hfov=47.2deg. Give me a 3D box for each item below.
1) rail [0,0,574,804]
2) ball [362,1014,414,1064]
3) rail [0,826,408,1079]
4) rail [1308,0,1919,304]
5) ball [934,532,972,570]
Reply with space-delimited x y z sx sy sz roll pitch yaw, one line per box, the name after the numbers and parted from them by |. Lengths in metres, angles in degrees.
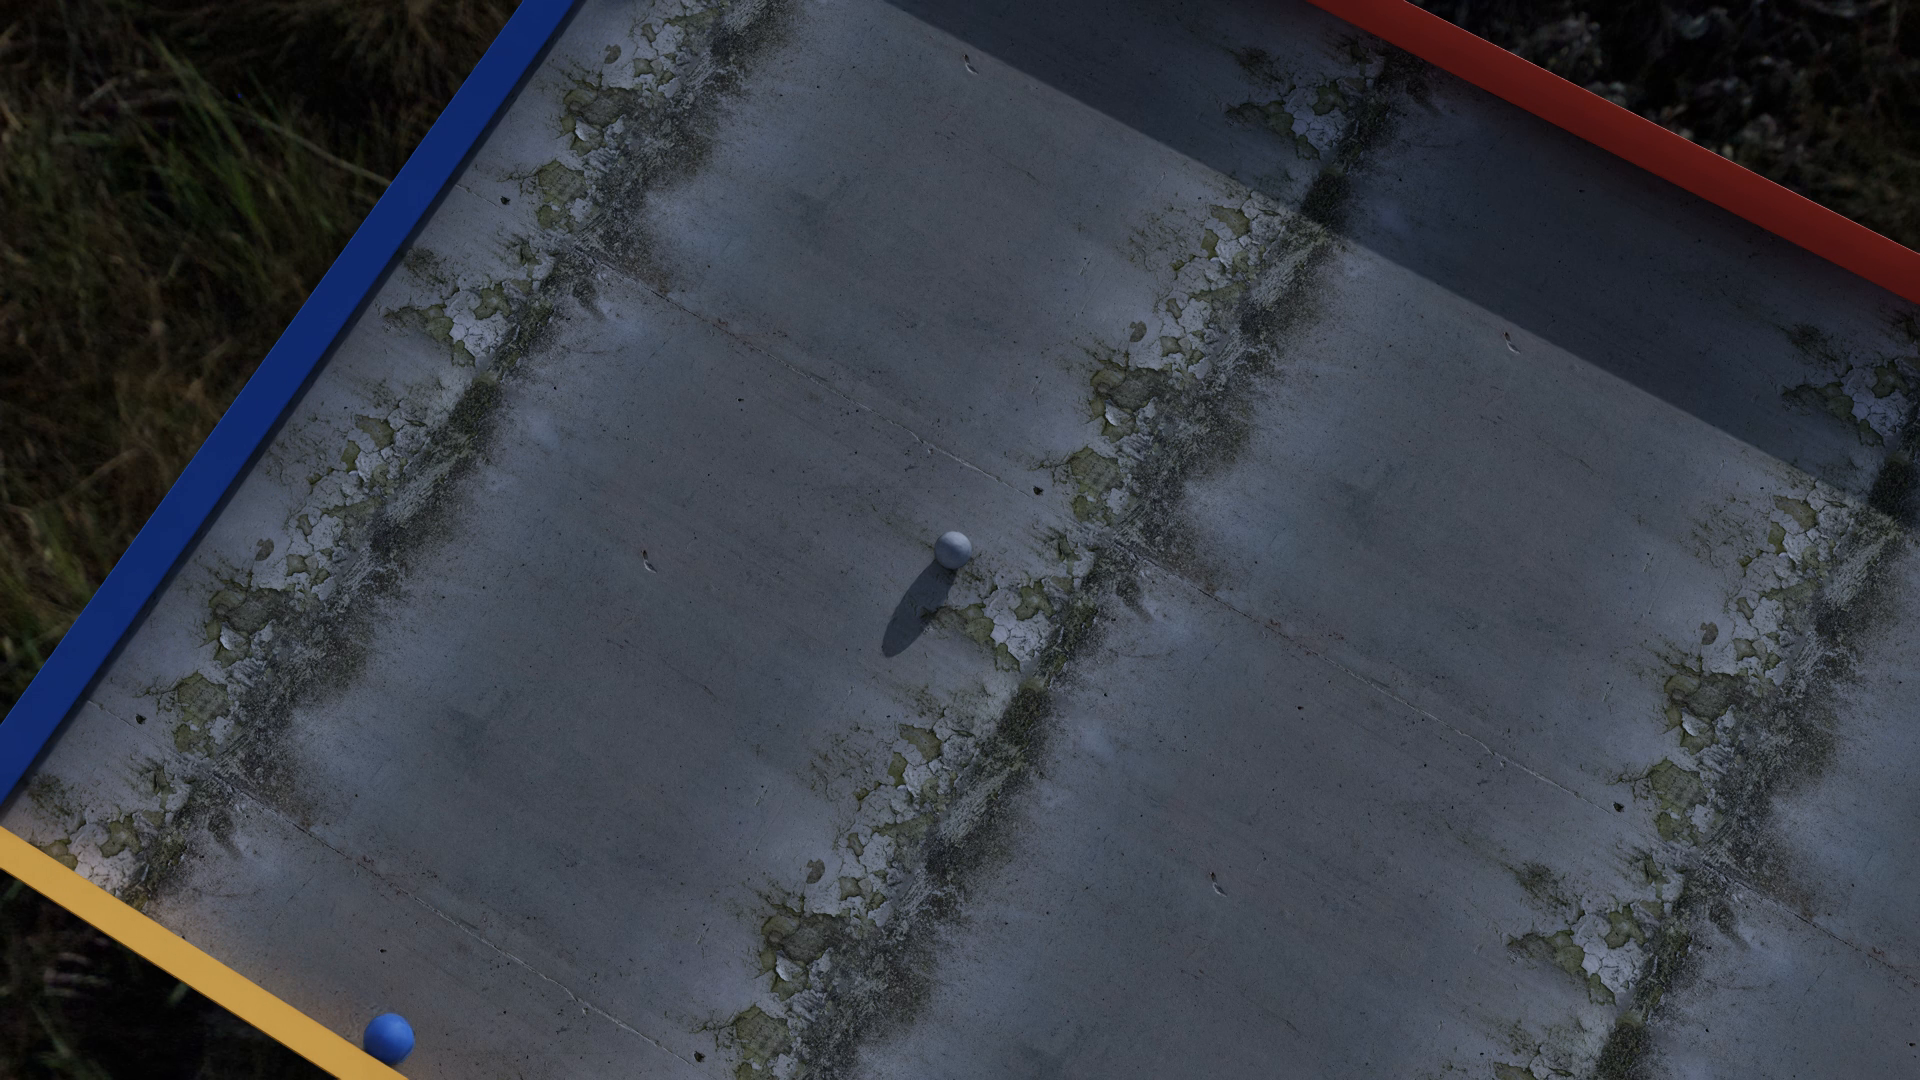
-0.901 -0.503 3.519 0.045 0.112 2.277 29 75 9 | rail
-0.822 0.717 3.163 0.071 0.071 0.071 0 73 0 | ball
0.364 1.424 2.921 4.256 0.112 0.045 29 75 9 | rail
1.479 -0.419 3.493 4.256 0.112 0.045 29 75 9 | rail
-0.011 0.016 3.387 0.059 0.059 0.059 0 73 0 | ball
